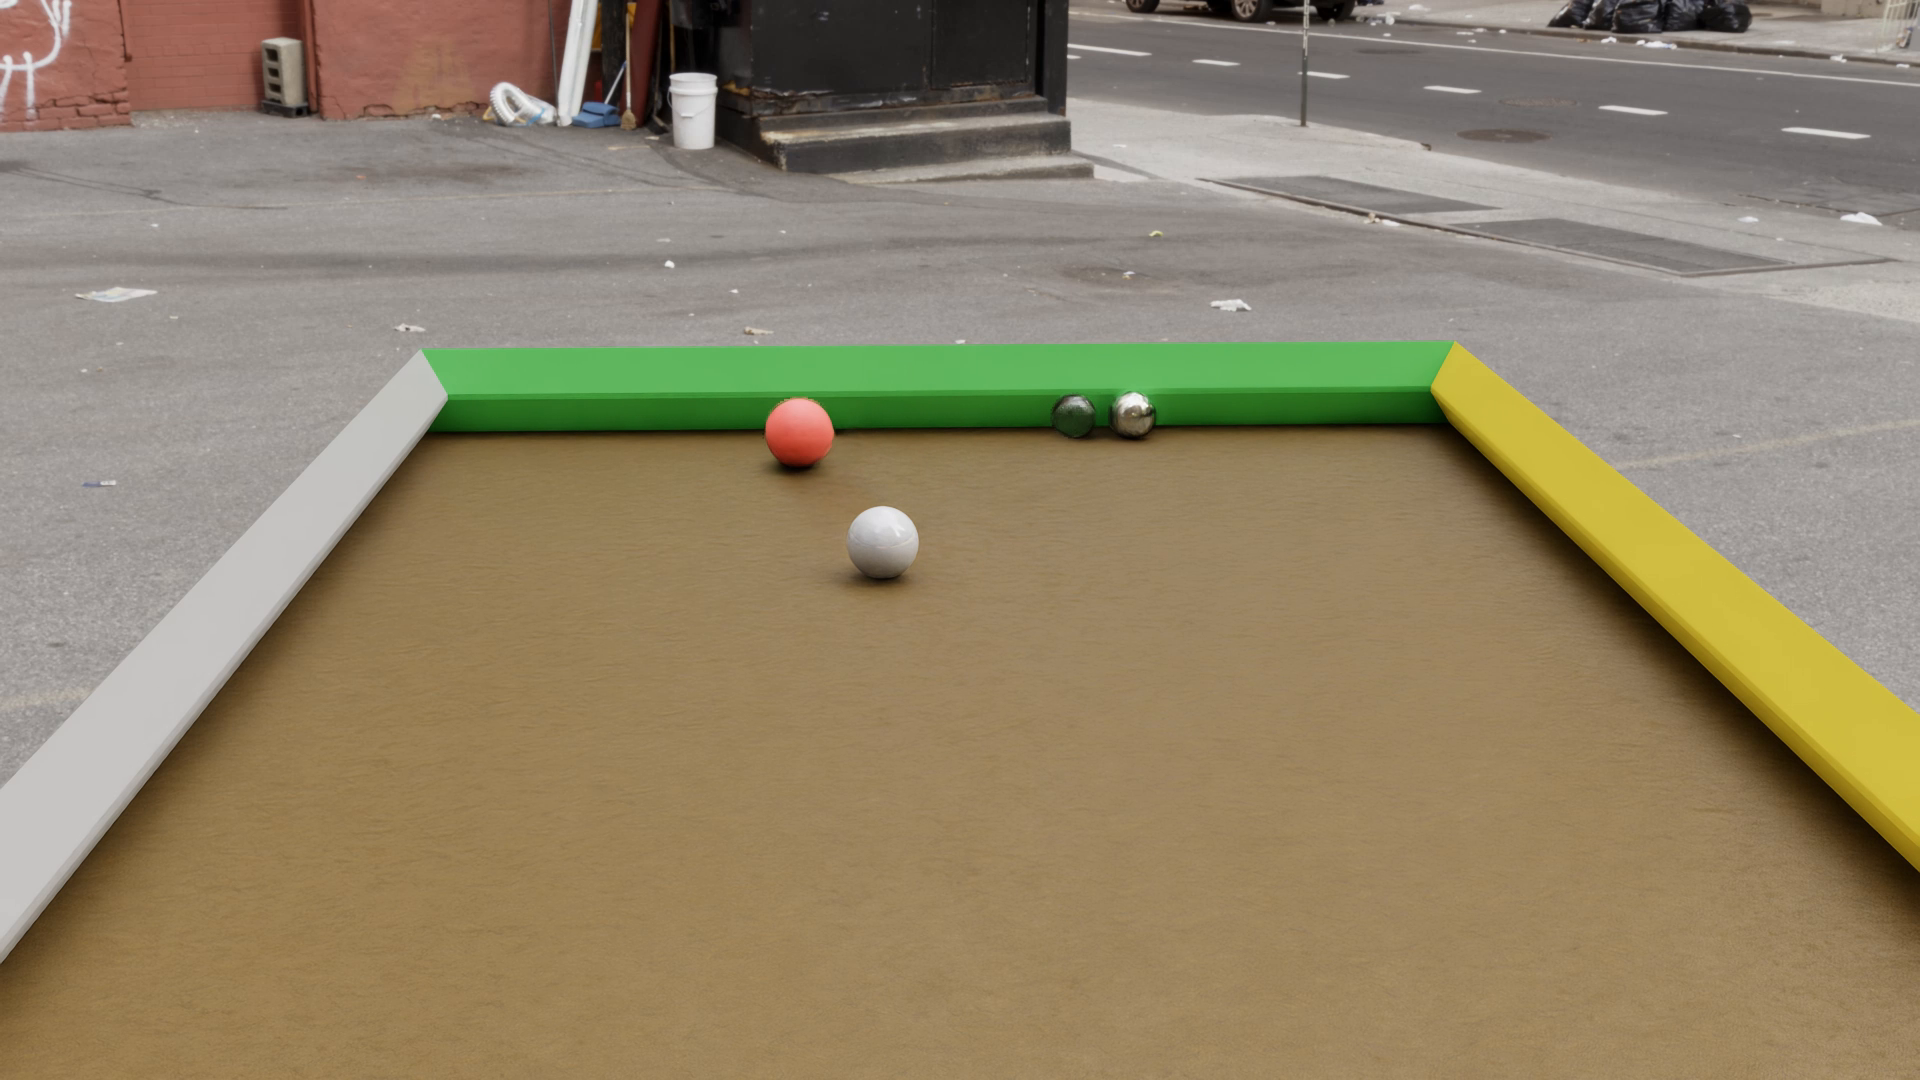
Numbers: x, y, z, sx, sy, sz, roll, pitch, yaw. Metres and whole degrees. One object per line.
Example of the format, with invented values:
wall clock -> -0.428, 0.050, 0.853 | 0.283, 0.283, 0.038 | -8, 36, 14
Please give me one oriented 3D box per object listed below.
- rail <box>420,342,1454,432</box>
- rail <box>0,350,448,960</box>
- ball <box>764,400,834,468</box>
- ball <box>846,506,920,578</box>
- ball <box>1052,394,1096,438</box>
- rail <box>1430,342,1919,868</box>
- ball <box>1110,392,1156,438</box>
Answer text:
rail -> -0.026, -0.222, 3.244 | 1.533, 0.124, 0.045 | -1, 17, -2
rail -> -0.716, 0.192, 1.882 | 0.045, 0.124, 2.841 | -1, 17, -2
ball -> -0.223, -0.148, 3.053 | 0.095, 0.095, 0.095 | 0, 17, 0
ball -> -0.091, 0.003, 2.572 | 0.085, 0.085, 0.085 | 0, 17, 0
ball -> 0.167, -0.182, 3.219 | 0.064, 0.064, 0.064 | 0, 17, 0
rail -> 0.769, 0.175, 1.935 | 0.045, 0.124, 2.841 | -1, 17, -2
ball -> 0.252, -0.184, 3.216 | 0.069, 0.069, 0.069 | 0, 17, 0
